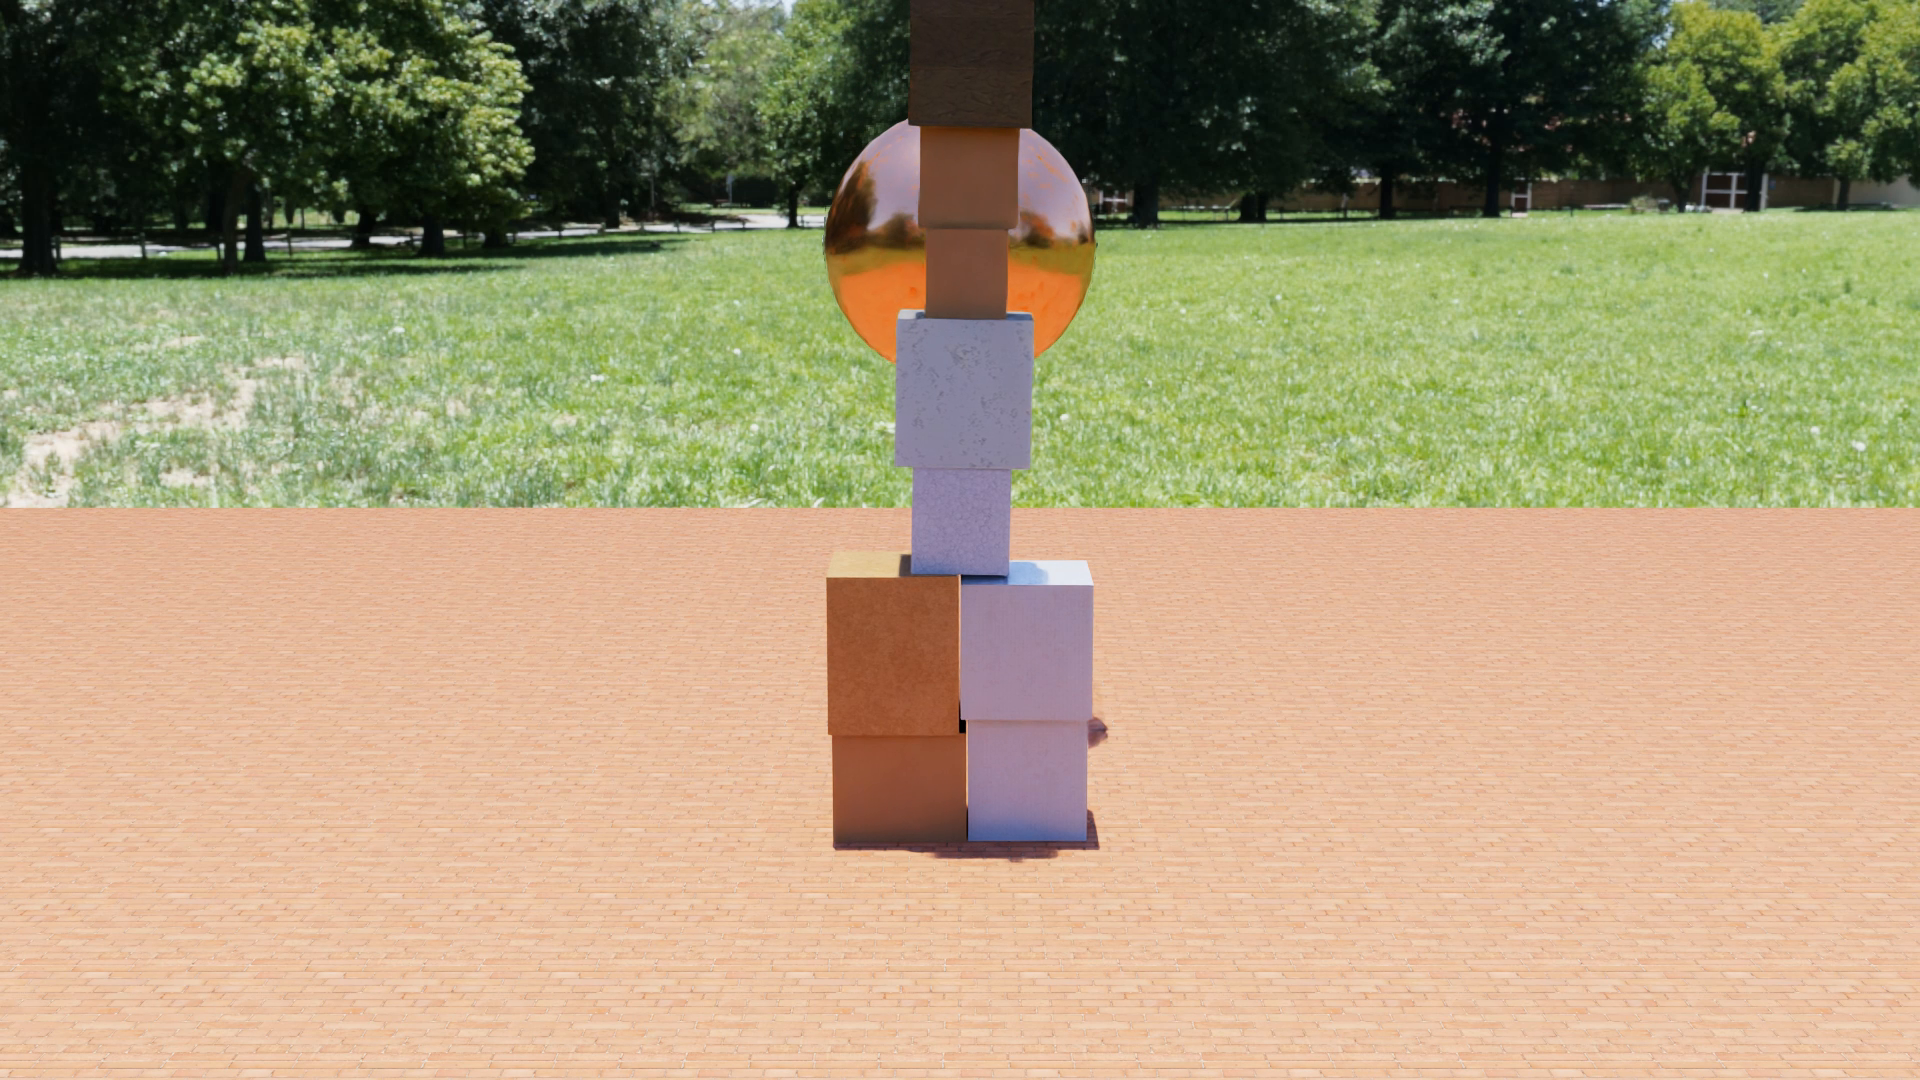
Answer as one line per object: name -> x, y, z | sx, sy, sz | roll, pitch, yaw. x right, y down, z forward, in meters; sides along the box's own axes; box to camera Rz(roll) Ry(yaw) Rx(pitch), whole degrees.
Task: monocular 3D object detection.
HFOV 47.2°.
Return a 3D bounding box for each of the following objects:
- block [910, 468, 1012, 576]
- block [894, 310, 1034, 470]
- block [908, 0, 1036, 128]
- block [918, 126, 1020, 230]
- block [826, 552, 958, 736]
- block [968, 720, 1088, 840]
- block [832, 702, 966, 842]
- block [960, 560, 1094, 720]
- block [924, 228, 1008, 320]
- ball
block -> 0.006, -0.142, 11.160 | 0.488, 0.535, 0.559 | 1, 10, 0
block -> 0.020, -0.765, 11.055 | 0.669, 0.729, 0.601 | 1, 10, 0
block -> 0.055, -2.335, 10.743 | 0.591, 0.627, 0.524 | 1, 10, 0
block -> 0.043, -1.792, 10.871 | 0.480, 0.487, 0.410 | 1, 10, 0
block -> -0.334, 0.519, 11.274 | 0.655, 0.806, 0.690 | 0, 10, 0
block -> 0.342, 1.157, 11.387 | 0.601, 0.650, 0.575 | 0, 10, 0
block -> -0.306, 1.195, 11.403 | 0.674, 0.570, 0.641 | 0, 10, 0
block -> 0.333, 0.503, 11.252 | 0.658, 0.686, 0.644 | 0, 10, 0
block -> 0.032, -1.336, 10.936 | 0.400, 0.436, 0.449 | 1, 10, 0
ball -> 0.000, -1.733, 12.974 | 1.600, 1.600, 1.600 | 0, 10, 0
